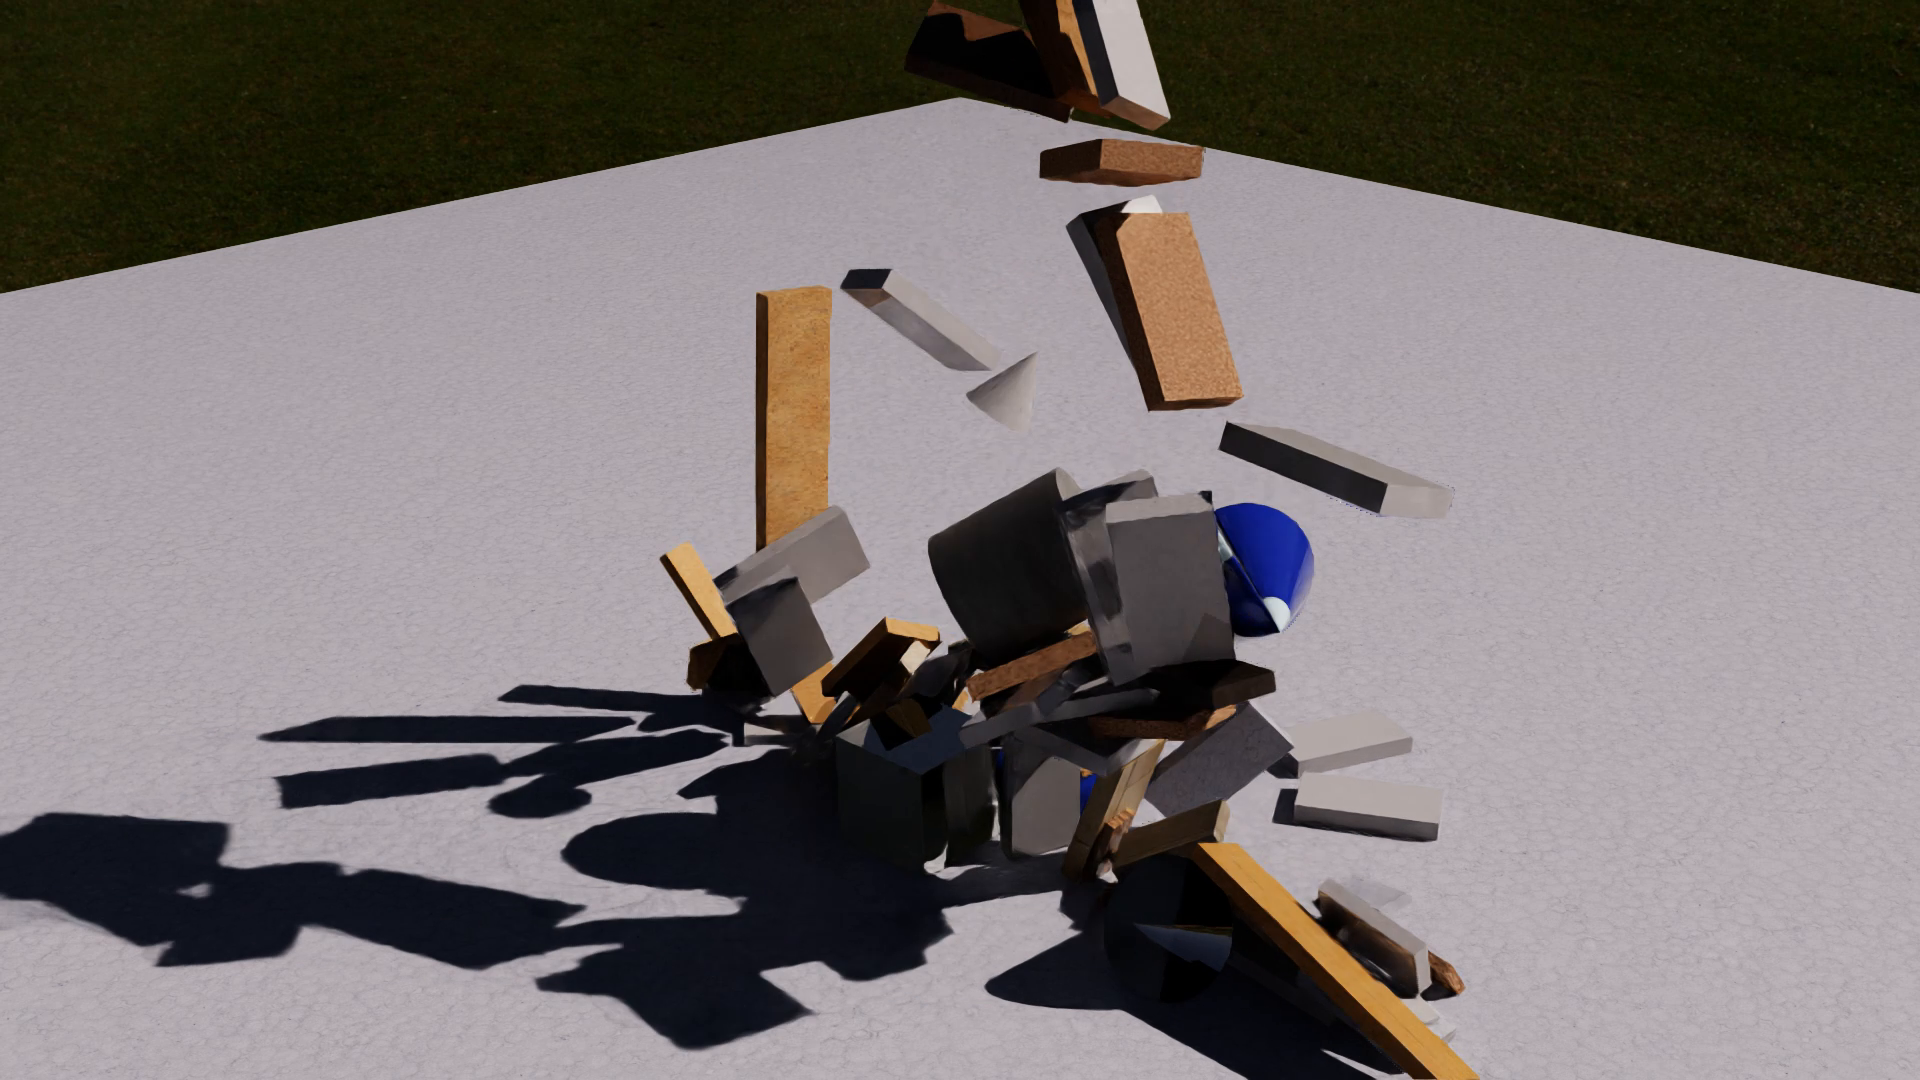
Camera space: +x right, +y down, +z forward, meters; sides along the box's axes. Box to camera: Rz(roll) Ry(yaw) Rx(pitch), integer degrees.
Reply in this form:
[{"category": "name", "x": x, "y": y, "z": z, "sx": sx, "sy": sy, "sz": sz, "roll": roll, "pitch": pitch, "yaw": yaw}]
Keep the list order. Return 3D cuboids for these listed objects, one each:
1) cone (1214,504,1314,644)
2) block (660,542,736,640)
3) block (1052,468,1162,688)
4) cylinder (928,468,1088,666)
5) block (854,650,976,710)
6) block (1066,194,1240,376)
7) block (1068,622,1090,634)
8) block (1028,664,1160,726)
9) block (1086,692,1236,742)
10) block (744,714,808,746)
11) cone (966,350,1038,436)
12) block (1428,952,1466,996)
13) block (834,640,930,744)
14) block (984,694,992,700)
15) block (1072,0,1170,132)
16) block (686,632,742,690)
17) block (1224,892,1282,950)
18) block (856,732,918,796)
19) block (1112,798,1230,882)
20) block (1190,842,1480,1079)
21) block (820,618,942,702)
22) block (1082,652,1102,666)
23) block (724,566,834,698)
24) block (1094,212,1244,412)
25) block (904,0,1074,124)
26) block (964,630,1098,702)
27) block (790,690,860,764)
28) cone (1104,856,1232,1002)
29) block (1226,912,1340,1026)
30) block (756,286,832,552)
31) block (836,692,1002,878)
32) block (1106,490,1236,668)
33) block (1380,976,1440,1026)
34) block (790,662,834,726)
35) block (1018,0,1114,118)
[{"category": "cone", "x": 0.523, "y": 0.109, "z": 3.836, "sx": 0.272, "sy": 0.272, "sz": 0.272, "roll": -3, "pitch": 21, "yaw": -7}, {"category": "block", "x": -0.537, "y": 0.166, "z": 4.852, "sx": 0.025, "sy": 0.347, "sz": 0.088, "roll": -31, "pitch": 3, "yaw": 34}, {"category": "block", "x": 0.295, "y": 0.068, "z": 3.849, "sx": 0.174, "sy": 0.348, "sz": 0.049, "roll": -22, "pitch": 23, "yaw": -9}, {"category": "cylinder", "x": 0.129, "y": 0.051, "z": 4.137, "sx": 0.277, "sy": 0.277, "sz": 0.277, "roll": -29, "pitch": 19, "yaw": 13}, {"category": "block", "x": -0.109, "y": 0.326, "z": 4.609, "sx": 0.312, "sy": 0.043, "sz": 0.153, "roll": -19, "pitch": 28, "yaw": 47}, {"category": "block", "x": 0.330, "y": -0.415, "z": 3.771, "sx": 0.171, "sy": 0.342, "sz": 0.048, "roll": -20, "pitch": -9, "yaw": -34}, {"category": "block", "x": 0.202, "y": 0.220, "z": 4.496, "sx": 0.307, "sy": 0.043, "sz": 0.153, "roll": 28, "pitch": 40, "yaw": 25}, {"category": "block", "x": 0.249, "y": 0.277, "z": 4.072, "sx": 0.256, "sy": 0.036, "sz": 0.128, "roll": -12, "pitch": 22, "yaw": 23}, {"category": "block", "x": 0.361, "y": 0.315, "z": 3.974, "sx": 0.128, "sy": 0.036, "sz": 0.256, "roll": -25, "pitch": 13, "yaw": -35}, {"category": "block", "x": -0.379, "y": 0.410, "z": 4.763, "sx": 0.175, "sy": 0.025, "sz": 0.088, "roll": -3, "pitch": 23, "yaw": -6}, {"category": "cone", "x": 0.112, "y": -0.303, "z": 4.222, "sx": 0.147, "sy": 0.147, "sz": 0.147, "roll": 31, "pitch": 13, "yaw": -8}, {"category": "block", "x": 0.824, "y": 0.748, "z": 3.904, "sx": 0.021, "sy": 0.075, "sz": 0.149, "roll": -46, "pitch": 40, "yaw": -13}, {"category": "block", "x": -0.162, "y": 0.317, "z": 4.450, "sx": 0.038, "sy": 0.266, "sz": 0.133, "roll": 39, "pitch": 48, "yaw": -1}, {"category": "block", "x": 0.176, "y": 0.317, "z": 4.542, "sx": 0.222, "sy": 0.031, "sz": 0.111, "roll": 11, "pitch": 25, "yaw": 22}, {"category": "block", "x": 0.259, "y": -0.817, "z": 3.629, "sx": 0.039, "sy": 0.275, "sz": 0.137, "roll": -29, "pitch": -27, "yaw": 36}, {"category": "block", "x": -0.448, "y": 0.233, "z": 4.624, "sx": 0.259, "sy": 0.103, "sz": 0.029, "roll": -18, "pitch": 51, "yaw": -30}, {"category": "block", "x": 0.535, "y": 0.655, "z": 3.961, "sx": 0.125, "sy": 0.035, "sz": 0.250, "roll": 13, "pitch": 18, "yaw": -41}, {"category": "block", "x": -0.149, "y": 0.452, "z": 4.598, "sx": 0.109, "sy": 0.031, "sz": 0.222, "roll": -17, "pitch": 23, "yaw": 12}, {"category": "block", "x": 0.393, "y": 0.559, "z": 4.096, "sx": 0.221, "sy": 0.031, "sz": 0.110, "roll": -24, "pitch": 20, "yaw": 28}, {"category": "block", "x": 0.622, "y": 0.714, "z": 3.718, "sx": 0.110, "sy": 0.031, "sz": 0.624, "roll": 8, "pitch": 26, "yaw": -43}, {"category": "block", "x": -0.164, "y": 0.250, "z": 4.518, "sx": 0.129, "sy": 0.257, "sz": 0.036, "roll": 12, "pitch": 50, "yaw": -33}, {"category": "block", "x": 0.342, "y": 0.207, "z": 4.200, "sx": 0.133, "sy": 0.038, "sz": 0.266, "roll": -16, "pitch": -6, "yaw": -43}, {"category": "block", "x": -0.370, "y": 0.192, "z": 4.537, "sx": 0.152, "sy": 0.304, "sz": 0.043, "roll": -34, "pitch": 54, "yaw": -11}, {"category": "block", "x": 0.352, "y": -0.387, "z": 3.706, "sx": 0.171, "sy": 0.342, "sz": 0.048, "roll": -6, "pitch": -17, "yaw": -34}, {"category": "block", "x": 0.071, "y": -0.848, "z": 3.894, "sx": 0.303, "sy": 0.043, "sz": 0.152, "roll": 19, "pitch": 53, "yaw": 4}, {"category": "block", "x": 0.247, "y": 0.189, "z": 4.109, "sx": 0.494, "sy": 0.043, "sz": 0.152, "roll": -22, "pitch": -3, "yaw": 1}, {"category": "block", "x": -0.279, "y": 0.388, "z": 4.536, "sx": 0.036, "sy": 0.129, "sz": 0.257, "roll": 34, "pitch": -16, "yaw": -5}, {"category": "cone", "x": 0.318, "y": 0.695, "z": 3.976, "sx": 0.256, "sy": 0.256, "sz": 0.256, "roll": -10, "pitch": -2, "yaw": -23}, {"category": "block", "x": 0.540, "y": 0.734, "z": 3.953, "sx": 0.125, "sy": 0.035, "sz": 0.426, "roll": -19, "pitch": 33, "yaw": -39}, {"category": "block", "x": -0.348, "y": -0.227, "z": 4.575, "sx": 0.152, "sy": 0.593, "sz": 0.043, "roll": -11, "pitch": 22, "yaw": -34}, {"category": "block", "x": -0.077, "y": 0.479, "z": 4.326, "sx": 0.231, "sy": 0.231, "sz": 0.231, "roll": 20, "pitch": 32, "yaw": 38}, {"category": "block", "x": 0.360, "y": 0.072, "z": 3.726, "sx": 0.174, "sy": 0.348, "sz": 0.049, "roll": -7, "pitch": 42, "yaw": 9}, {"category": "block", "x": 0.759, "y": 0.788, "z": 3.748, "sx": 0.056, "sy": 0.016, "sz": 0.112, "roll": -10, "pitch": 37, "yaw": -31}, {"category": "block", "x": -0.303, "y": 0.333, "z": 4.749, "sx": 0.103, "sy": 0.029, "sz": 0.207, "roll": -22, "pitch": 68, "yaw": -18}, {"category": "block", "x": 0.182, "y": -0.862, "z": 3.787, "sx": 0.137, "sy": 0.039, "sz": 0.274, "roll": 7, "pitch": 56, "yaw": -46}]
